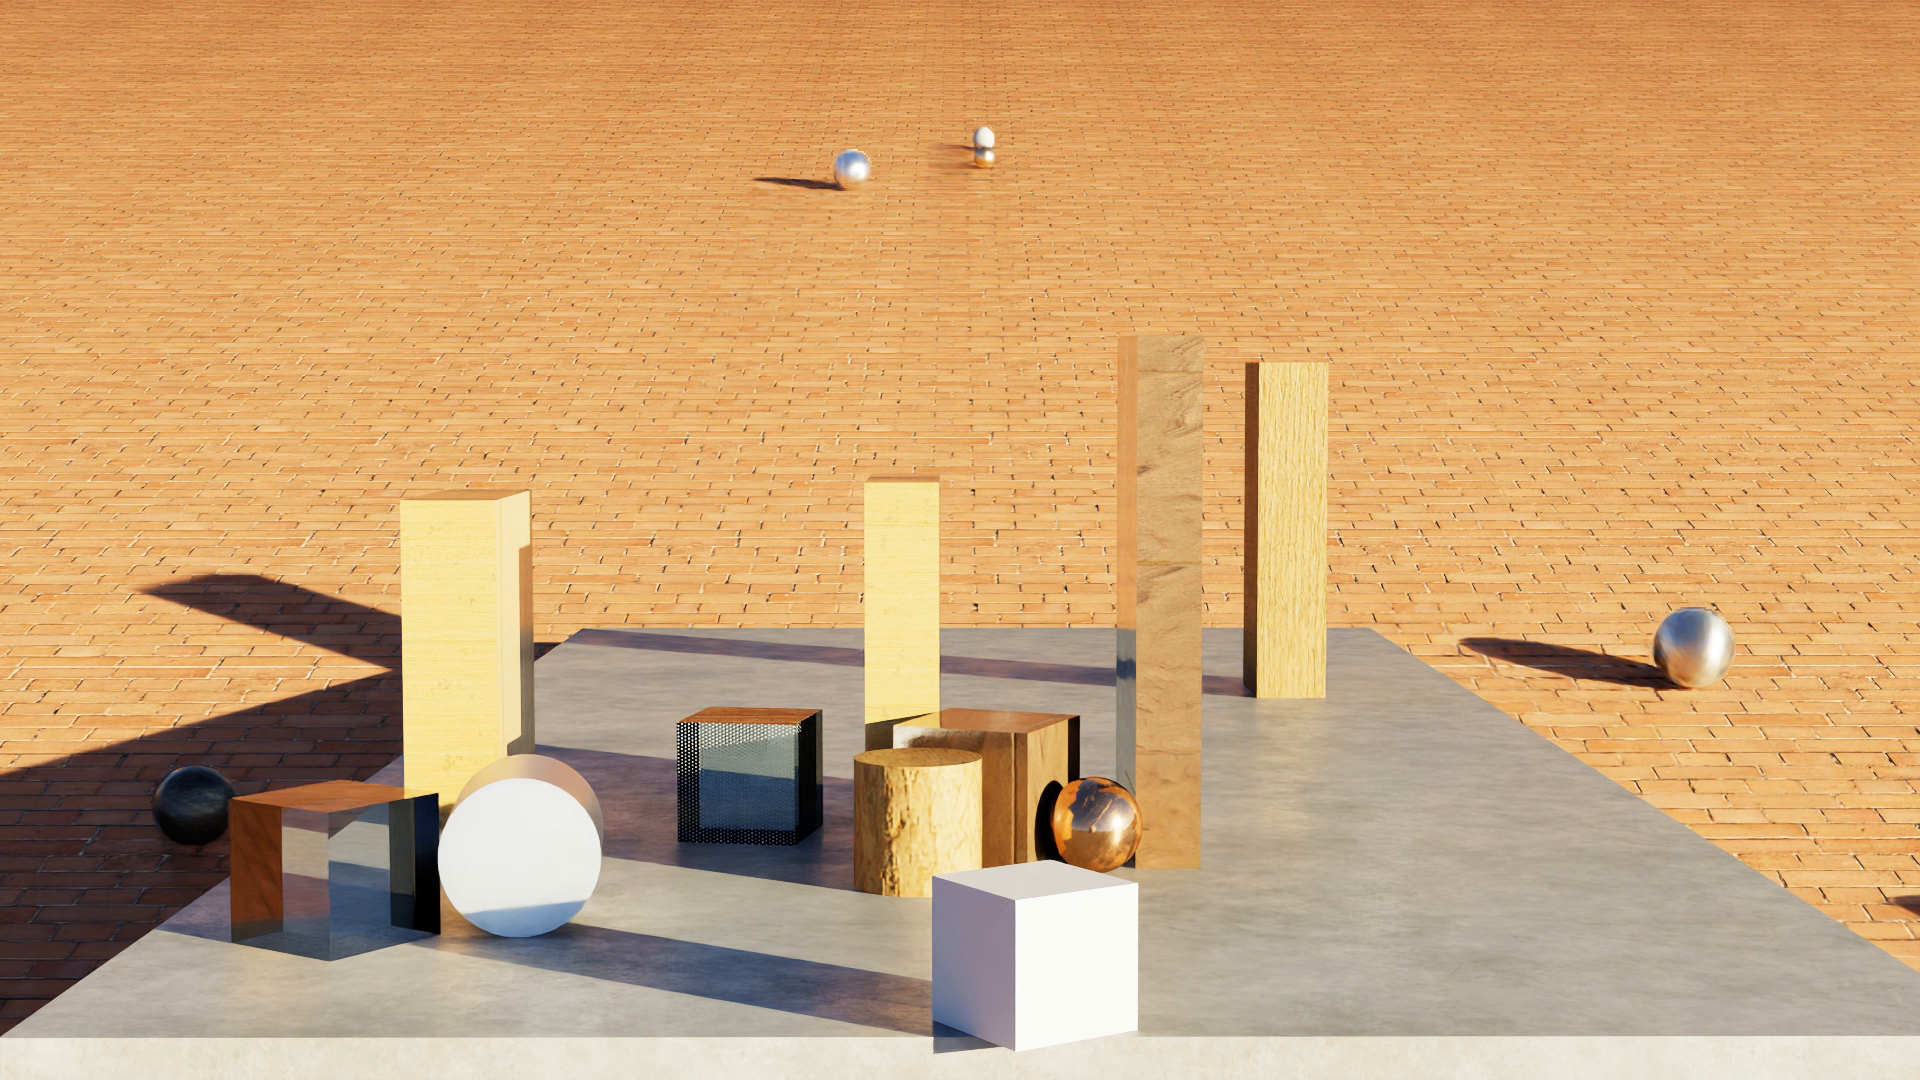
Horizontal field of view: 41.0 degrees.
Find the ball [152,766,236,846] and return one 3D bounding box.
[{"bbox_3d":[-1.655,0.574,5.551,0.173,0.173,0.173,0,19,0],"label":"ball"}]

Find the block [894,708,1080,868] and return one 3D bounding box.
[{"bbox_3d":[0.038,0.336,3.436,0.191,0.191,0.191,2,4,23],"label":"block"}]

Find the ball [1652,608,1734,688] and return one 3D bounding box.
[{"bbox_3d":[1.825,0.269,6.391,0.197,0.197,0.197,0,19,0],"label":"ball"}]

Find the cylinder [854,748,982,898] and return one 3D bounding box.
[{"bbox_3d":[-0.054,0.359,3.283,0.164,0.164,0.164,0,4,0],"label":"cylinder"}]

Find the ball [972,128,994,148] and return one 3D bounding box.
[{"bbox_3d":[0.122,-2.067,13.217,0.117,0.117,0.117,0,19,0],"label":"ball"}]

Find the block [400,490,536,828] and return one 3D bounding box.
[{"bbox_3d":[-0.732,0.168,3.840,0.136,0.472,0.320,0,4,0],"label":"block"}]

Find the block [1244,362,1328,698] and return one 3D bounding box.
[{"bbox_3d":[0.662,-0.026,5.237,0.137,0.670,0.247,0,4,0],"label":"block"}]

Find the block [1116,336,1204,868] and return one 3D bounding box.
[{"bbox_3d":[0.274,0.070,3.573,0.086,0.703,0.412,0,4,0],"label":"block"}]

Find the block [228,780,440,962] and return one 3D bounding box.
[{"bbox_3d":[-0.724,0.379,2.973,0.168,0.168,0.168,3,5,35],"label":"block"}]

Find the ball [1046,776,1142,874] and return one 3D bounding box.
[{"bbox_3d":[0.175,0.373,3.357,0.127,0.127,0.127,0,19,0],"label":"ball"}]

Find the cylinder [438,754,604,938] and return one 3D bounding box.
[{"bbox_3d":[-0.522,0.363,3.069,0.187,0.187,0.187,-2,4,-7],"label":"cylinder"}]

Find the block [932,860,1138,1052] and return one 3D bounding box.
[{"bbox_3d":[0.074,0.415,2.581,0.148,0.148,0.148,-3,5,-34],"label":"block"}]

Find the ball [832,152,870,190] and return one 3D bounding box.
[{"bbox_3d":[-0.519,-1.764,12.248,0.182,0.182,0.182,0,19,0],"label":"ball"}]

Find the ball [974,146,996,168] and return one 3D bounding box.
[{"bbox_3d":[0.122,-1.904,12.762,0.110,0.110,0.110,0,19,0],"label":"ball"}]

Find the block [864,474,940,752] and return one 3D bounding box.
[{"bbox_3d":[-0.080,0.163,3.672,0.102,0.504,0.321,0,4,0],"label":"block"}]

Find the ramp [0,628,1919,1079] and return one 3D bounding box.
[{"bbox_3d":[0.045,0.407,4.538,2.000,0.100,4.000,0,4,0],"label":"ramp"}]

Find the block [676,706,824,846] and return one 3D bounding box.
[{"bbox_3d":[-0.296,0.333,3.646,0.168,0.168,0.168,1,4,10],"label":"block"}]
